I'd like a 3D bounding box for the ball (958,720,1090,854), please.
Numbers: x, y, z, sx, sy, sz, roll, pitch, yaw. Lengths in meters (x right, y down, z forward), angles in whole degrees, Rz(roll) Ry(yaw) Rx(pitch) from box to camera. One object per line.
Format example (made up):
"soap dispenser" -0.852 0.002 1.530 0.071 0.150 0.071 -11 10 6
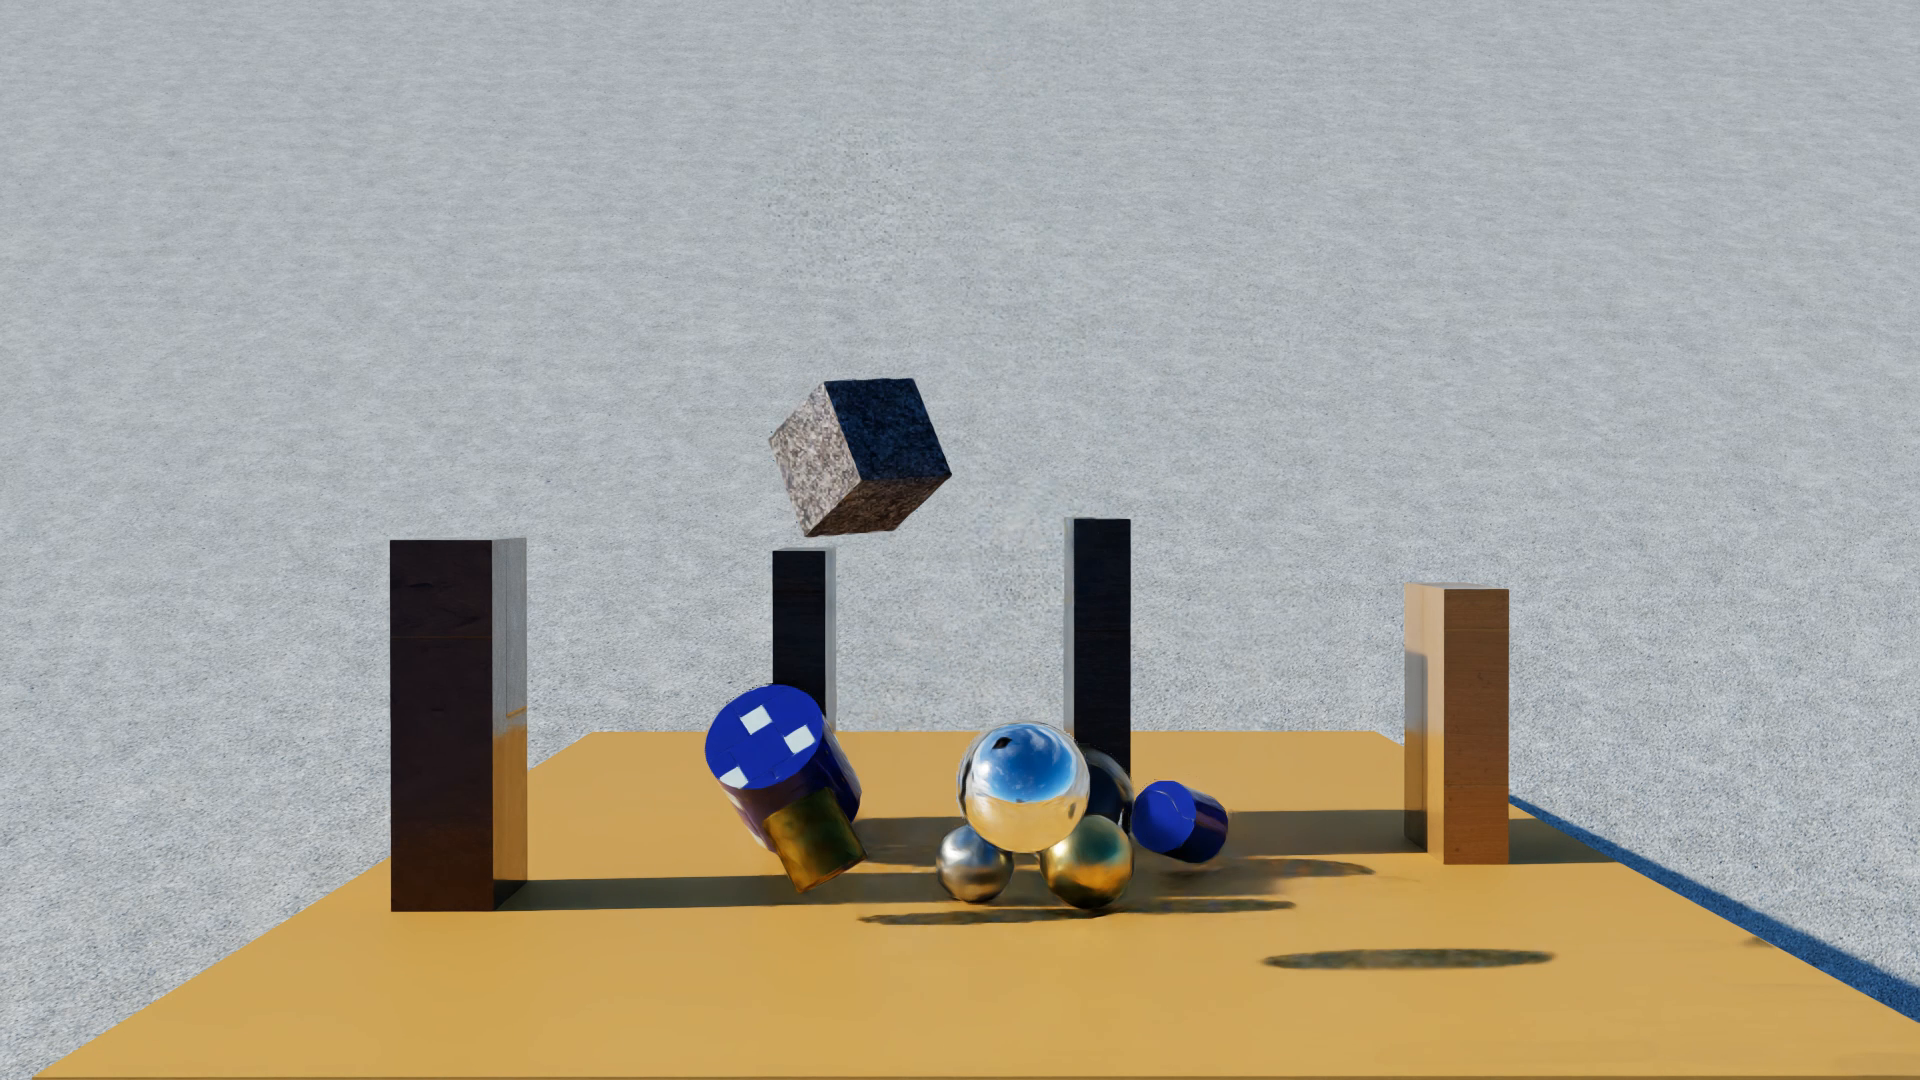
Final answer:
"ball" 0.079 0.305 3.207 0.165 0.165 0.165 0 28 0

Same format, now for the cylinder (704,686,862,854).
"cylinder" -0.287 0.377 4.216 0.201 0.201 0.201 -10 49 12

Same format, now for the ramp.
"ramp" 0.063 0.565 4.604 2.000 0.100 4.000 0 1 0

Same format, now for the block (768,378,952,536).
"block" -0.126 -0.104 3.227 0.141 0.141 0.141 -5 64 -39

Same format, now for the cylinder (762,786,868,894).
"cylinder" -0.202 0.416 3.585 0.109 0.109 0.109 -22 78 -35

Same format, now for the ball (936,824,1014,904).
"ball" 0.021 0.469 3.746 0.114 0.114 0.114 0 28 0

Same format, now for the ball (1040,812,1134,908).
"ball" 0.181 0.458 3.691 0.136 0.136 0.136 0 28 0

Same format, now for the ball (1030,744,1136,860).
"ball" 0.179 0.422 4.090 0.198 0.198 0.198 0 28 0

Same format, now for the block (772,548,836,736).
"block" -0.272 0.266 4.551 0.089 0.500 0.389 0 1 0

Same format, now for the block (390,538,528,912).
"block" -0.735 0.262 3.807 0.145 0.528 0.293 0 1 0

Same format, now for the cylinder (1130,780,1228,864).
"cylinder" 0.344 0.442 4.050 0.113 0.113 0.113 22 -2 36

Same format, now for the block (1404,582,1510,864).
"block" 0.827 0.297 4.319 0.104 0.442 0.364 0 1 0

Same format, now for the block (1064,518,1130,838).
"block" 0.232 0.240 4.422 0.092 0.554 0.427 0 1 0
